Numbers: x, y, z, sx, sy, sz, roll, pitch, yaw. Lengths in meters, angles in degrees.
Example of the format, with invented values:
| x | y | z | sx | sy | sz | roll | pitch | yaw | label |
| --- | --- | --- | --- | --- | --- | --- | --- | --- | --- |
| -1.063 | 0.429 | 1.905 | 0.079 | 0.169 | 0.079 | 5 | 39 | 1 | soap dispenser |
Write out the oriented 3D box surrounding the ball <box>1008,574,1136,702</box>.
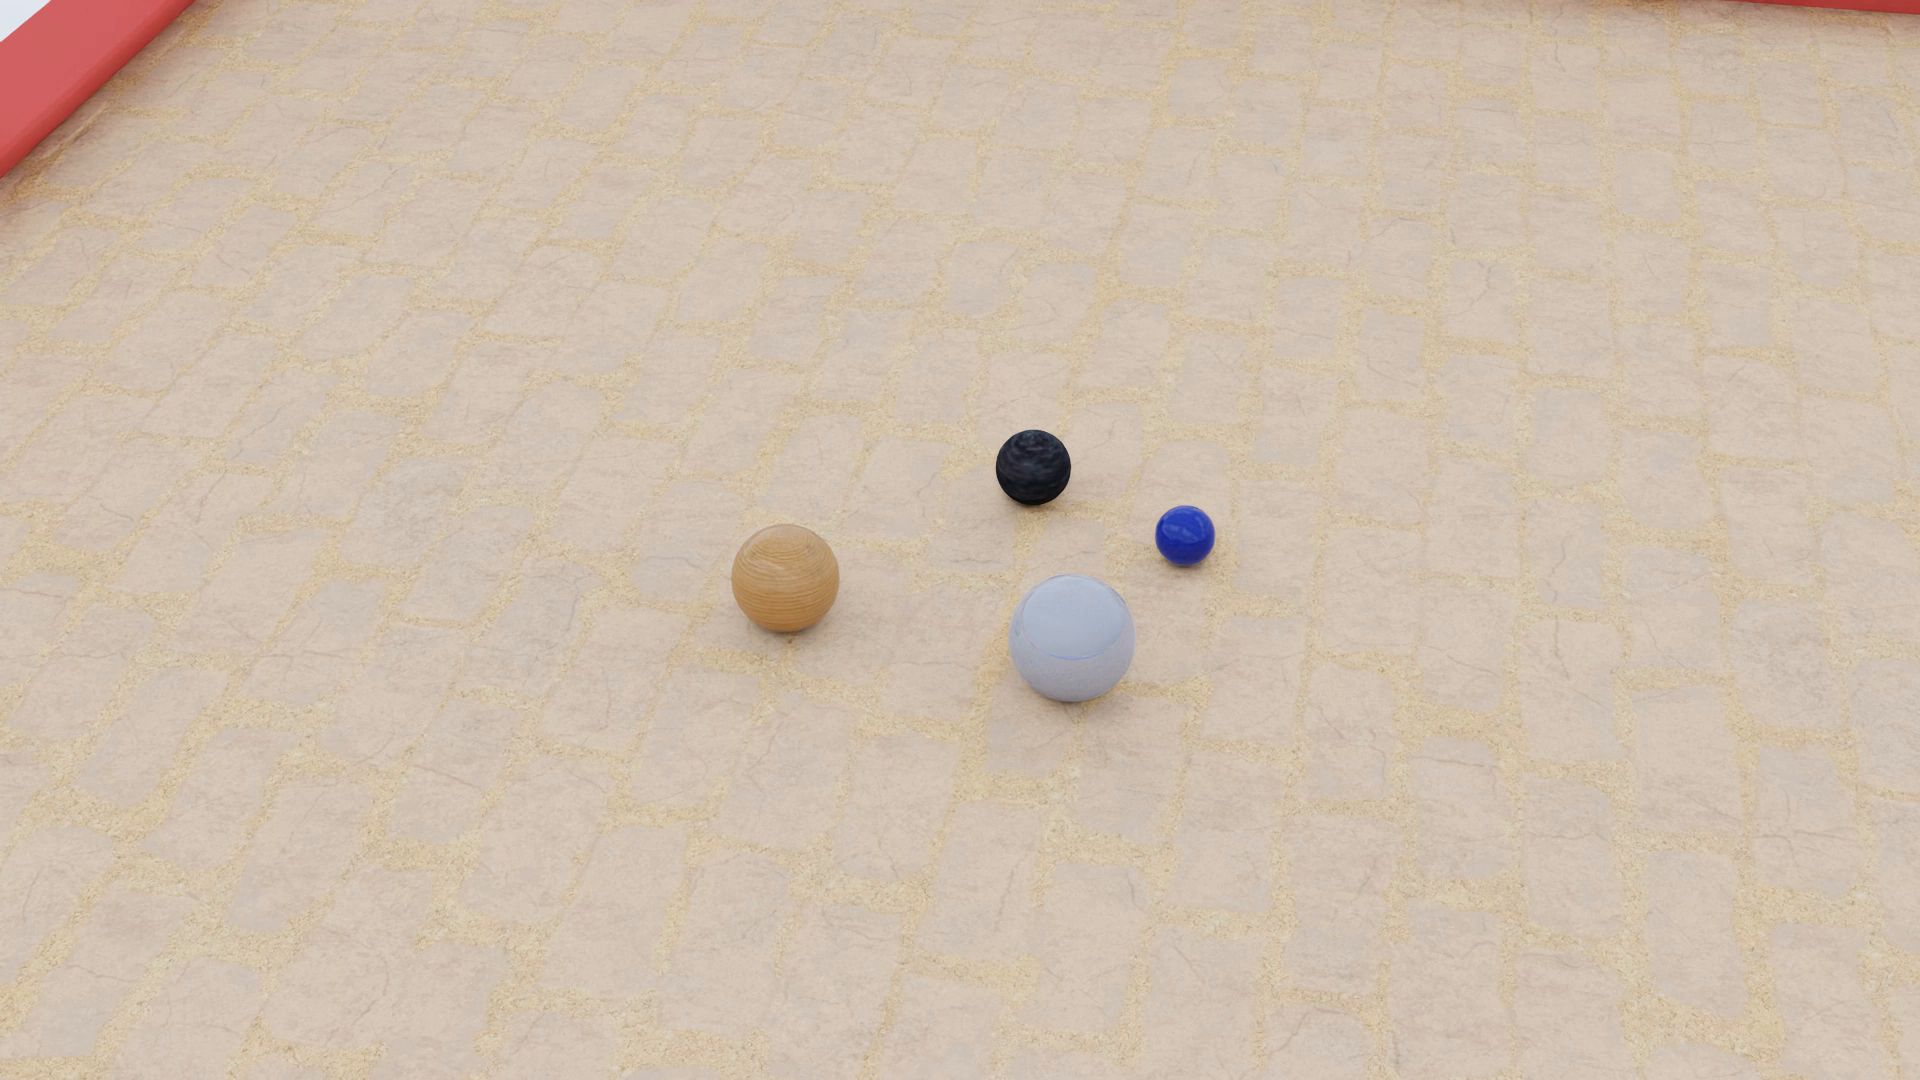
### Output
| x | y | z | sx | sy | sz | roll | pitch | yaw | label |
| --- | --- | --- | --- | --- | --- | --- | --- | --- | --- |
| 0.075 | 0.065 | 1.718 | 0.086 | 0.086 | 0.086 | 0 | 35 | 0 | ball |

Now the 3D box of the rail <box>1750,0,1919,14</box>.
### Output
| x | y | z | sx | sy | sz | roll | pitch | yaw | label |
| --- | --- | --- | --- | --- | --- | --- | --- | --- | --- |
| 1.188 | -0.561 | 2.593 | 3.957 | 0.112 | 0.045 | 6 | 35 | 9 | rail |

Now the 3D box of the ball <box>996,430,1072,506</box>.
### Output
| x | y | z | sx | sy | sz | roll | pitch | yaw | label |
| --- | --- | --- | --- | --- | --- | --- | --- | --- | --- |
| 0.055 | -0.054 | 1.916 | 0.057 | 0.057 | 0.057 | 0 | 35 | 0 | ball |

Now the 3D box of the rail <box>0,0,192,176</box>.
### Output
| x | y | z | sx | sy | sz | roll | pitch | yaw | label |
| --- | --- | --- | --- | --- | --- | --- | --- | --- | --- |
| -0.949 | -0.123 | 1.964 | 0.045 | 0.112 | 2.352 | 6 | 35 | 9 | rail |

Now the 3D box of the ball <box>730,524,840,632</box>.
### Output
| x | y | z | sx | sy | sz | roll | pitch | yaw | label |
| --- | --- | --- | --- | --- | --- | --- | --- | --- | --- |
| -0.121 | 0.026 | 1.783 | 0.076 | 0.076 | 0.076 | 0 | 35 | 0 | ball |

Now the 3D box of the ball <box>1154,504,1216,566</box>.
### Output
| x | y | z | sx | sy | sz | roll | pitch | yaw | label |
| --- | --- | --- | --- | --- | --- | --- | --- | --- | --- |
| 0.163 | -0.003 | 1.853 | 0.044 | 0.044 | 0.044 | 0 | 35 | 0 | ball |
